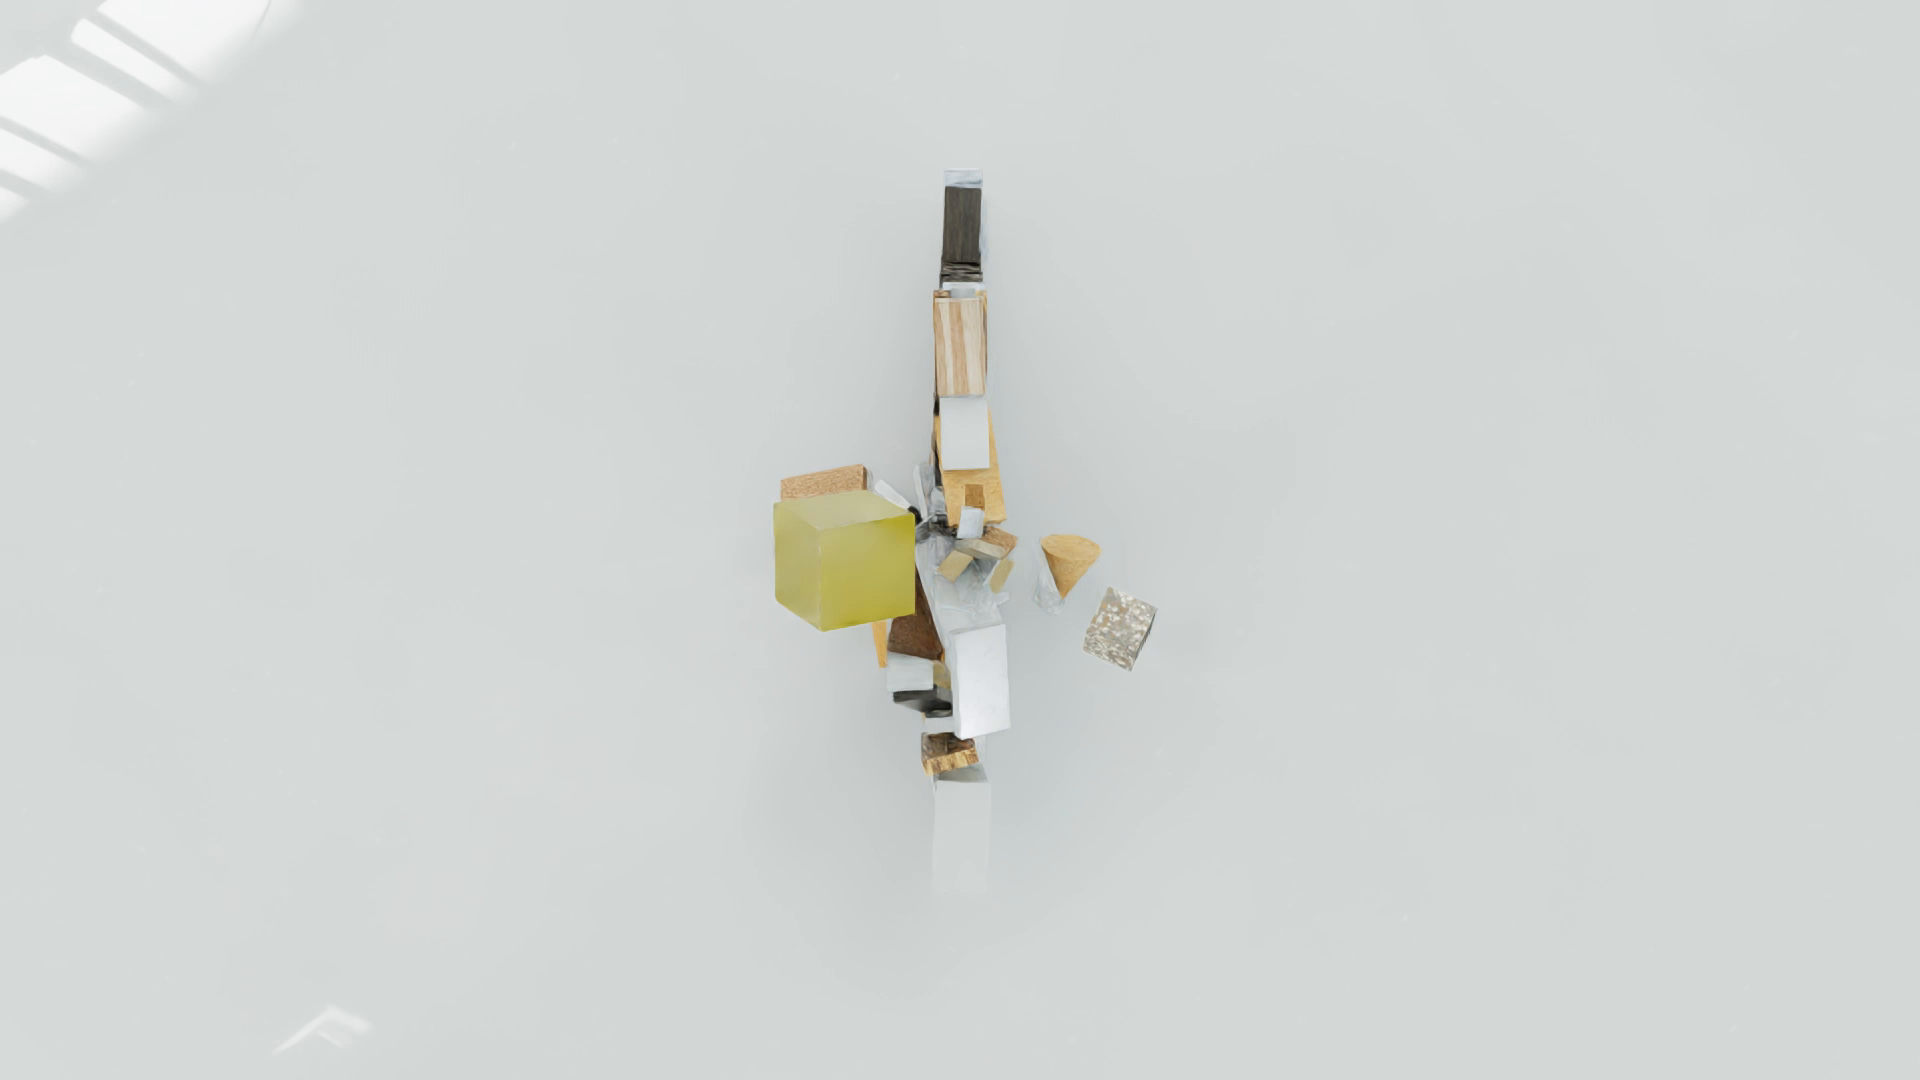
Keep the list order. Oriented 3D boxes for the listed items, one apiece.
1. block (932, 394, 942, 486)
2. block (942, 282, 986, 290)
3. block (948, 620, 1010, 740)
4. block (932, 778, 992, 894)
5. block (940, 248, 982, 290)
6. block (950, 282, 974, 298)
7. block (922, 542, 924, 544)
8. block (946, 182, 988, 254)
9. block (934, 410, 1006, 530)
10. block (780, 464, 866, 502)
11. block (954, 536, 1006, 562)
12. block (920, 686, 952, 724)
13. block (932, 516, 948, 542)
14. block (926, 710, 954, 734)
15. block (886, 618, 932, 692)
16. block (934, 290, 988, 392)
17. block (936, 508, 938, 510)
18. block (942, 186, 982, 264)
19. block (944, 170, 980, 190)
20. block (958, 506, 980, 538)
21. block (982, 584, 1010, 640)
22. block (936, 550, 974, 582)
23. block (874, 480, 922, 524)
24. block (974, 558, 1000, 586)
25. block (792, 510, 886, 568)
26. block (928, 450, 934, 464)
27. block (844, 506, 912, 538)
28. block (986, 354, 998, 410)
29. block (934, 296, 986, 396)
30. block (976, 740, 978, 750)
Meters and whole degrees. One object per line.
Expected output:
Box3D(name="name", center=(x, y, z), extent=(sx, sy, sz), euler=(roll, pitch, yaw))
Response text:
Box3D(name="block", center=(-0.007, -0.313, 5.085), extent=(0.149, 0.042, 0.297), euler=(0, 72, -2))
Box3D(name="block", center=(0.007, -0.669, 5.152), extent=(0.134, 0.038, 0.268), euler=(2, 107, -1))
Box3D(name="block", center=(0.056, 0.399, 4.718), extent=(0.159, 0.045, 0.318), euler=(-11, 107, -25))
Box3D(name="block", center=(0.005, 0.874, 4.874), extent=(0.163, 0.046, 0.326), euler=(3, 90, 0))
Box3D(name="block", center=(0.003, -0.845, 5.291), extent=(0.134, 0.337, 0.038), euler=(1, 126, -1))
Box3D(name="block", center=(0.006, -0.651, 4.574), extent=(0.063, 0.018, 0.127), euler=(1, 116, -2))
Box3D(name="block", center=(-0.100, 0.105, 4.978), extent=(0.112, 0.032, 0.224), euler=(12, 48, 5))
Box3D(name="block", center=(0.025, -1.054, 5.420), extent=(0.117, 0.033, 0.235), euler=(-4, 115, 2))
Box3D(name="block", center=(0.027, -0.200, 4.666), extent=(0.162, 0.046, 0.324), euler=(-7, 76, -4))
Box3D(name="block", center=(-0.437, -0.154, 5.274), extent=(0.278, 0.039, 0.139), euler=(-10, 55, 14))
Box3D(name="block", center=(0.052, 0.026, 4.627), extent=(0.102, 0.204, 0.029), euler=(19, 84, -10))
Box3D(name="block", center=(-0.041, 0.595, 5.241), extent=(0.121, 0.034, 0.241), euler=(-21, 90, 1))
Box3D(name="block", center=(-0.060, -0.025, 5.015), extent=(0.048, 0.014, 0.095), euler=(1, 91, -44))
Box3D(name="block", center=(-0.024, 0.541, 5.059), extent=(0.163, 0.326, 0.046), euler=(-4, 92, -1))
Box3D(name="block", center=(-0.147, 0.318, 4.801), extent=(0.131, 0.037, 0.263), euler=(-2, 51, 1))
Box3D(name="block", center=(0.002, -0.565, 4.700), extent=(0.151, 0.043, 0.302), euler=(-1, 123, -1))
Box3D(name="block", center=(0.004, -0.133, 5.121), extent=(0.111, 0.031, 0.221), euler=(25, 69, -2))
Box3D(name="block", center=(0.007, -1.011, 5.290), extent=(0.117, 0.033, 0.235), euler=(4, 105, 3))
Box3D(name="block", center=(0.009, -1.100, 5.438), extent=(0.117, 0.033, 0.235), euler=(0, 113, 0))
Box3D(name="block", center=(0.024, -0.048, 4.564), extent=(0.050, 0.014, 0.101), euler=(5, 130, -5))
Box3D(name="block", center=(0.025, 0.210, 5.128), extent=(0.167, 0.047, 0.335), euler=(-33, 122, -20))
Box3D(name="block", center=(-0.012, 0.066, 4.785), extent=(0.062, 0.017, 0.123), euler=(38, 130, -2))
Box3D(name="block", center=(-0.195, -0.122, 5.359), extent=(0.130, 0.260, 0.037), euler=(40, 90, 12))
Box3D(name="block", center=(0.082, 0.054, 4.971), extent=(0.078, 0.022, 0.156), euler=(35, 95, 26))
Box3D(name="block", center=(-0.402, -0.039, 5.480), extent=(0.278, 0.039, 0.139), euler=(35, 90, 0))
Box3D(name="block", center=(-0.022, -0.300, 5.362), extent=(0.130, 0.037, 0.260), euler=(15, 109, -5))
Box3D(name="block", center=(-0.253, -0.058, 5.344), extent=(0.139, 0.278, 0.039), euler=(19, 86, 27))
Box3D(name="block", center=(0.021, -0.452, 5.290), extent=(0.155, 0.044, 0.310), euler=(9, 76, -6))
Box3D(name="block", center=(0.000, -0.533, 4.542), extent=(0.132, 0.037, 0.265), euler=(-2, 113, -1))
Box3D(name="block", center=(-0.004, 0.685, 5.379), extent=(0.121, 0.241, 0.034), euler=(-4, 90, 1))
